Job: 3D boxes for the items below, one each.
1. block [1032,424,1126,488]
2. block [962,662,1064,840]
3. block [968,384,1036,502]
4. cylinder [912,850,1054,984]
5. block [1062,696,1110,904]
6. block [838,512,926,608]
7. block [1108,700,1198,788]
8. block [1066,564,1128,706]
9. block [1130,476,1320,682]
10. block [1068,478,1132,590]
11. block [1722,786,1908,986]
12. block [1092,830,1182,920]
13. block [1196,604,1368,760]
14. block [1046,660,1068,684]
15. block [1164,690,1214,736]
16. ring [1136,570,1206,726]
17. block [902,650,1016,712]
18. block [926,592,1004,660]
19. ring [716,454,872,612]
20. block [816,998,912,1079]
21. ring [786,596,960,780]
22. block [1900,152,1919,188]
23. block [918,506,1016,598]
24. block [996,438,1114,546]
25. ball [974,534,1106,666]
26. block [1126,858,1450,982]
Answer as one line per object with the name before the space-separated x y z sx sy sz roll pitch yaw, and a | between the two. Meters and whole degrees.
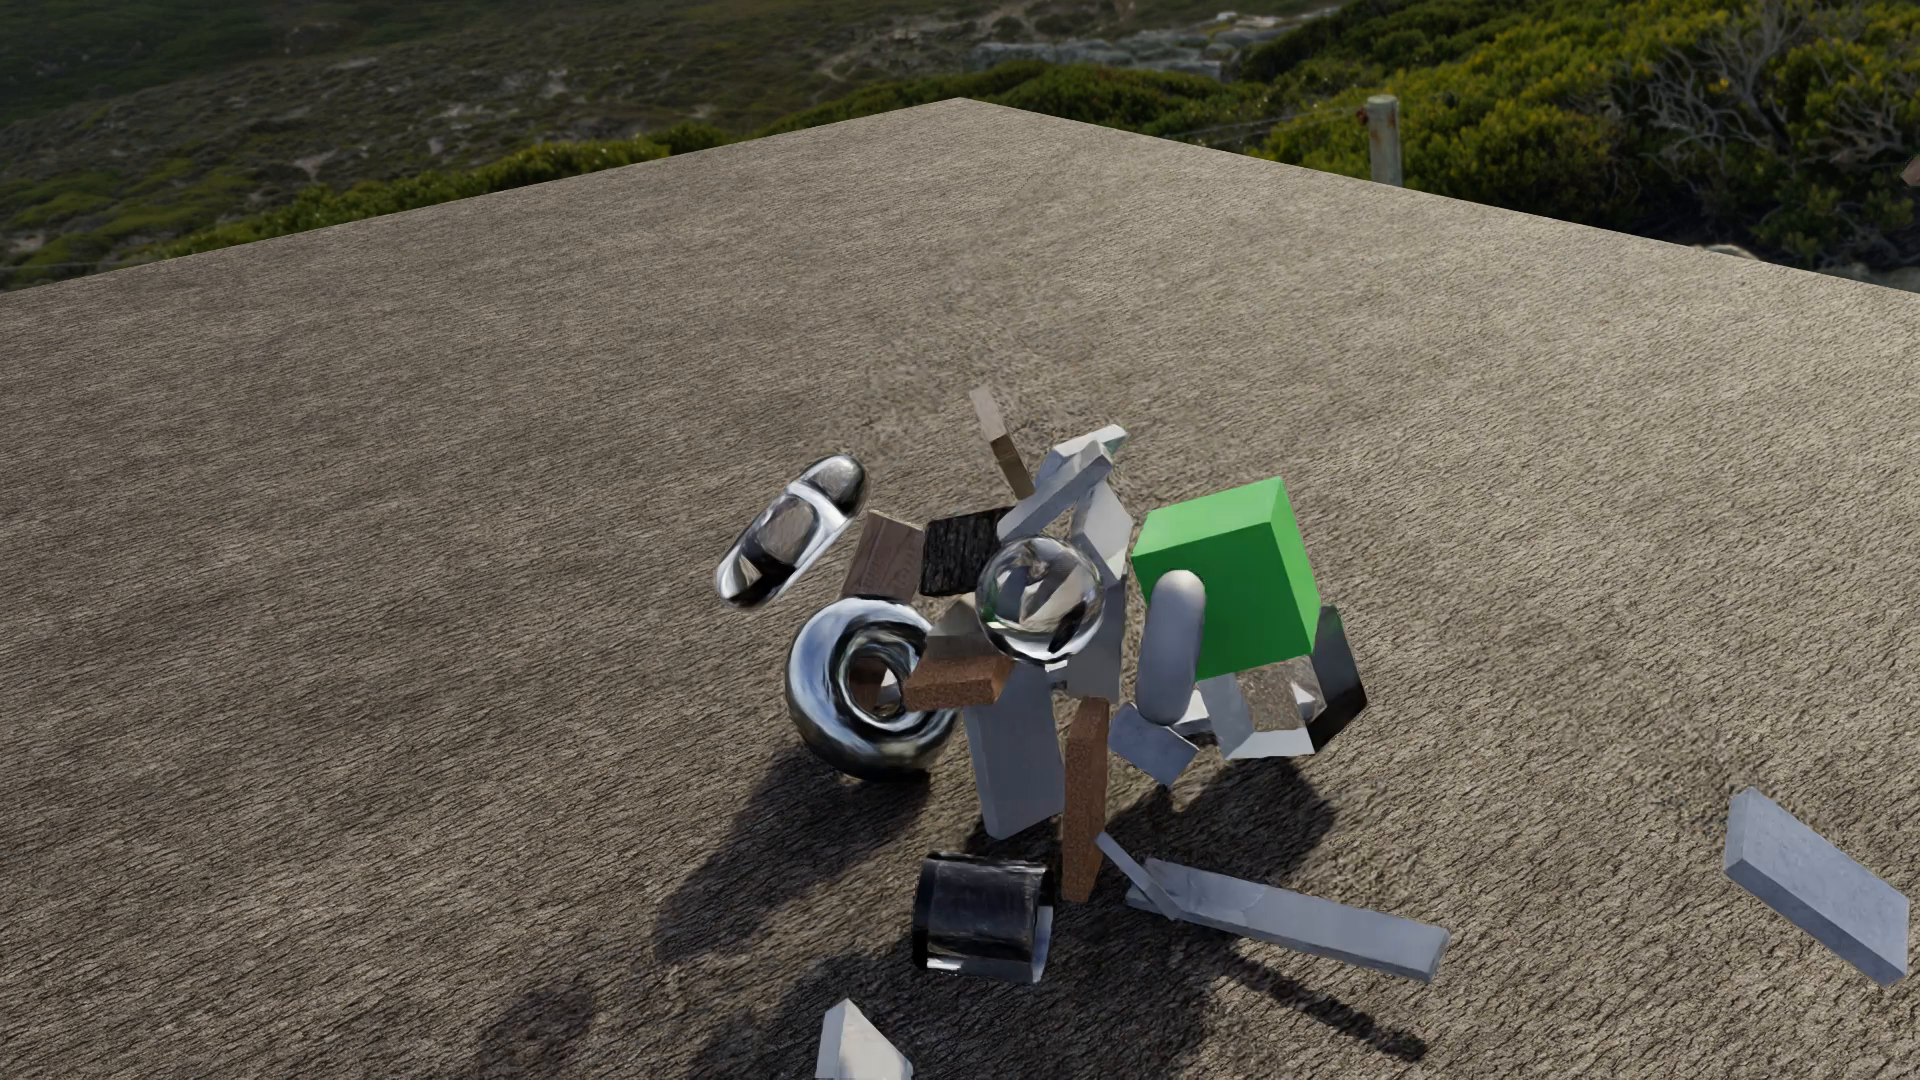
block | 0.227 -0.152 4.230 0.031 0.109 0.218 44 36 19
block | 0.108 0.401 4.347 0.173 0.346 0.049 -22 22 -29
block | 0.075 -0.176 3.915 0.035 0.125 0.249 -26 25 3
cylinder | 0.044 0.670 3.911 0.212 0.212 0.212 5 24 12
block | 0.237 0.490 4.161 0.049 0.347 0.173 6 24 13
block | -0.199 0.177 4.750 0.149 0.454 0.042 20 4 1
block | 0.387 0.419 4.508 0.201 0.100 0.028 35 5 -29
block | 0.278 0.188 4.472 0.109 0.379 0.031 8 44 9
block | 0.543 0.081 4.449 0.284 0.284 0.284 -15 15 17
block | 0.268 -0.019 4.181 0.035 0.125 0.249 -28 19 23
block | 1.399 0.565 3.592 0.336 0.048 0.168 35 43 -5
block | 0.328 0.620 4.071 0.028 0.100 0.201 -44 32 -3
block | 0.670 0.299 4.611 0.231 0.231 0.231 -9 17 43
block | 0.226 0.278 5.061 0.242 0.034 0.121 -14 27 -29
block | 0.542 0.373 4.838 0.242 0.034 0.121 -10 25 -22
ring | 0.403 0.205 4.194 0.100 0.301 0.301 9 24 10
block | 0.018 0.234 4.262 0.173 0.049 0.347 -7 17 16
block | 0.089 0.126 4.395 0.168 0.048 0.455 -4 18 21
ring | -0.333 -0.015 4.411 0.130 0.391 0.391 44 31 1
block | -0.155 0.887 3.464 0.048 0.168 0.336 -37 17 16
ring | -0.178 0.308 4.597 0.401 0.401 0.134 -16 -10 -33
block | 1.834 -0.742 4.035 0.109 0.218 0.031 -4 48 -39
block | 0.026 0.025 4.363 0.042 0.149 0.299 14 -14 -33
block | 0.175 -0.081 4.072 0.249 0.035 0.125 -41 13 10
ball | 0.142 0.107 3.911 0.233 0.233 0.233 0 23 0
block | 0.587 0.686 4.001 0.596 0.028 0.100 9 46 32
